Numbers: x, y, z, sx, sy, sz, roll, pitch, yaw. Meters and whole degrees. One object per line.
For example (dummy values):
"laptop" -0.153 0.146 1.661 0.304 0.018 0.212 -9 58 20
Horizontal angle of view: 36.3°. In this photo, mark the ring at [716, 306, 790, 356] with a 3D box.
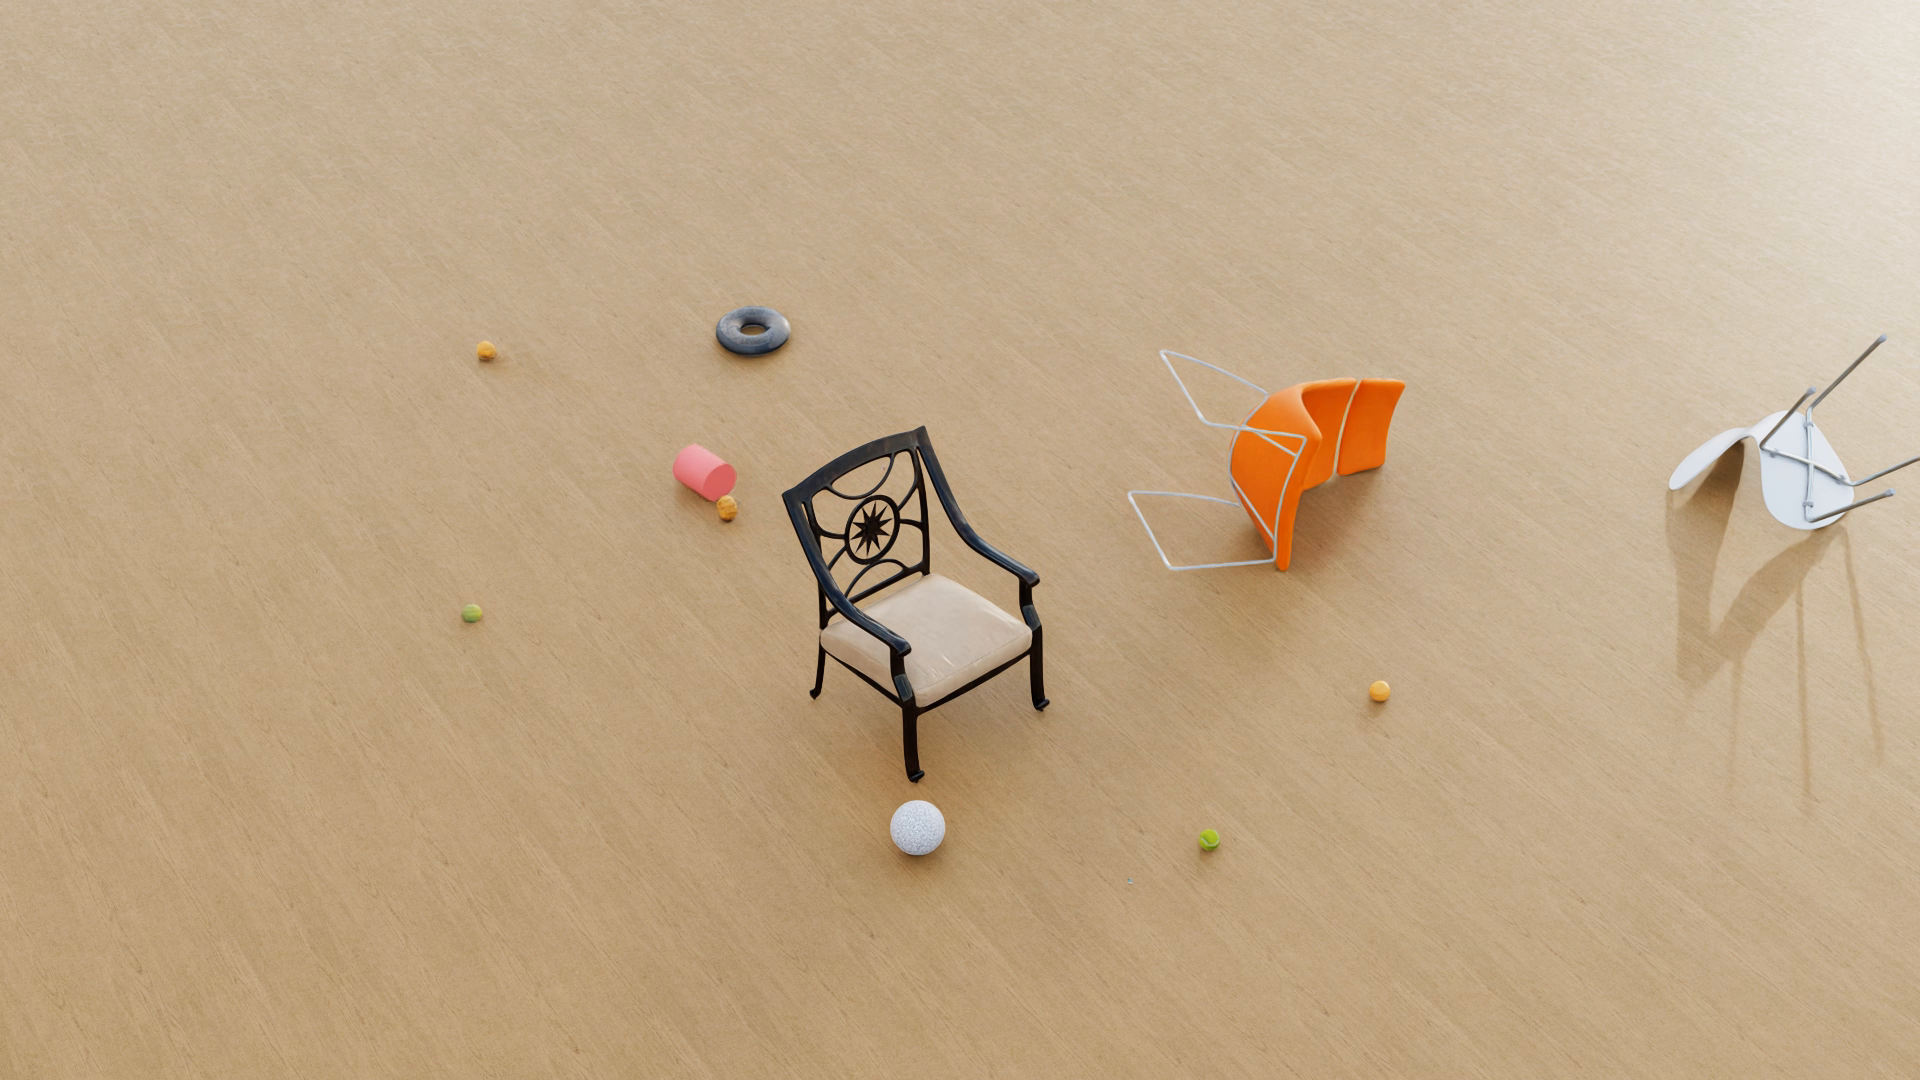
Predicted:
"ring" -0.862 -0.873 12.210 0.314 0.066 0.389 0 33 -1

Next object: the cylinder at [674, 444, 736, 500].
"cylinder" -0.975 -0.258 11.198 0.158 0.152 0.190 -30 43 -30

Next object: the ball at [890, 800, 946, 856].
"ball" -0.135 0.921 9.386 0.177 0.177 0.177 0 33 0
